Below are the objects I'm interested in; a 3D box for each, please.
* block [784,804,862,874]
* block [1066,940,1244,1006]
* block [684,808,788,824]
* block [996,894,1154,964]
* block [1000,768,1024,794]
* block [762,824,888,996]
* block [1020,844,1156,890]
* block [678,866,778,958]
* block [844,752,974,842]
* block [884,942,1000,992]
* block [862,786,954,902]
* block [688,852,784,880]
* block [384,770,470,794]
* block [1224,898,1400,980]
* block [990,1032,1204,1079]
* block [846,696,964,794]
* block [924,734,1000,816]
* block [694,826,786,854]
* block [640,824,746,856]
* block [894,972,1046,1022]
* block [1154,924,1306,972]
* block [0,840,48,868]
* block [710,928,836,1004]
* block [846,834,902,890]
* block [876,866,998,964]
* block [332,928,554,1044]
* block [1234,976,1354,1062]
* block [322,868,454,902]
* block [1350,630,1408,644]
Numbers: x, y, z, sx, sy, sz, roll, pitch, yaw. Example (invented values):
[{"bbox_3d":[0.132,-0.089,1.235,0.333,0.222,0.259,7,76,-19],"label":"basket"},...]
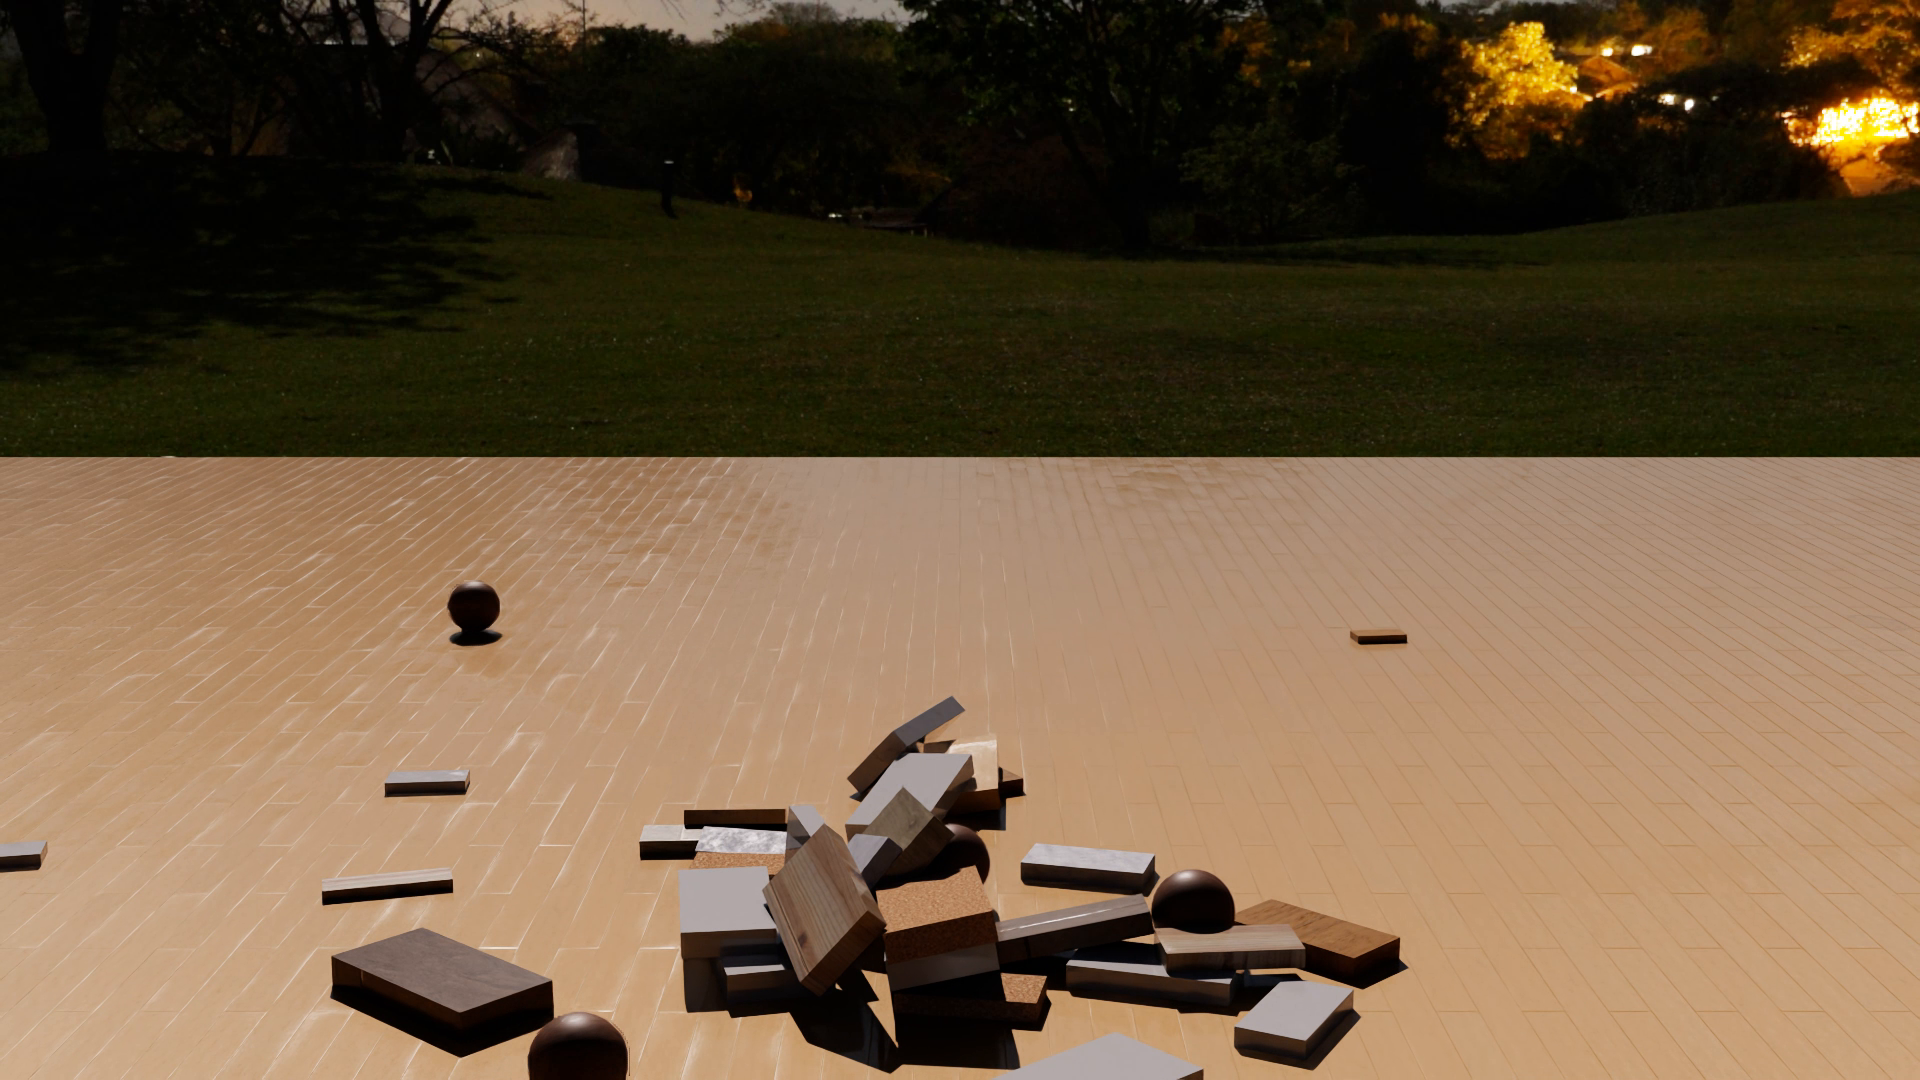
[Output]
[{"bbox_3d":[-0.221,0.539,3.486,0.040,0.142,0.284,1,14,-20],"label":"block"},{"bbox_3d":[0.293,0.643,3.286,0.245,0.035,0.122,3,11,17],"label":"block"},{"bbox_3d":[-0.406,0.503,3.993,0.182,0.026,0.091,0,-8,-2],"label":"block"},{"bbox_3d":[0.169,0.597,3.374,0.245,0.035,0.122,-11,4,0],"label":"block"},{"bbox_3d":[0.038,0.461,4.293,0.091,0.026,0.182,-6,12,-29],"label":"block"},{"bbox_3d":[-0.204,0.544,3.258,0.040,0.142,0.284,41,3,-25],"label":"block"},{"bbox_3d":[0.219,0.558,3.760,0.211,0.030,0.106,3,11,16],"label":"block"},{"bbox_3d":[-0.362,0.573,3.401,0.142,0.040,0.284,-1,11,-8],"label":"block"},{"bbox_3d":[-0.089,0.472,4.016,0.144,0.041,0.289,-1,20,20],"label":"block"},{"bbox_3d":[-0.030,0.599,3.309,0.160,0.045,0.320,-11,4,-1],"label":"block"},{"bbox_3d":[-0.106,0.503,3.610,0.045,0.160,0.320,42,-6,-9],"label":"block"},{"bbox_3d":[-0.331,0.563,3.730,0.247,0.030,0.106,1,11,4],"label":"block"},{"bbox_3d":[-1.032,0.469,4.264,0.152,0.022,0.076,-1,11,-6],"label":"block"},{"bbox_3d":[0.545,0.619,3.419,0.245,0.035,0.122,10,15,44],"label":"block"},{"bbox_3d":[0.145,0.722,2.834,0.321,0.046,0.161,-9,14,-41],"label":"block"},{"bbox_3d":[-0.103,0.400,4.324,0.041,0.144,0.289,47,23,9],"label":"block"},{"bbox_3d":[0.002,0.449,4.200,0.144,0.041,0.289,-8,15,2],"label":"block"},{"bbox_3d":[-0.343,0.536,3.825,0.222,0.022,0.076,3,26,5],"label":"block"},{"bbox_3d":[-0.474,0.532,3.910,0.182,0.026,0.091,0,11,-2],"label":"block"},{"bbox_3d":[0.016,0.662,3.203,0.208,0.029,0.104,2,11,10],"label":"block"},{"bbox_3d":[0.402,0.610,3.290,0.208,0.029,0.104,-1,11,-5],"label":"block"},{"bbox_3d":[-1.674,0.550,3.824,0.152,0.022,0.076,-3,11,-14],"label":"block"},{"bbox_3d":[-0.301,0.622,3.370,0.161,0.046,0.321,-3,11,-14],"label":"block"},{"bbox_3d":[-0.163,0.526,3.537,0.030,0.106,0.211,41,-15,-9],"label":"block"},{"bbox_3d":[-0.039,0.556,3.282,0.160,0.045,0.320,-11,4,-3],"label":"block"},{"bbox_3d":[-0.762,0.649,3.226,0.321,0.046,0.161,9,14,41],"label":"block"},{"bbox_3d":[0.475,0.677,3.119,0.104,0.029,0.208,6,12,28],"label":"block"},{"bbox_3d":[-0.960,0.577,3.689,0.210,0.018,0.063,-3,11,-16],"label":"block"},{"bbox_3d":[1.047,0.240,5.503,0.127,0.018,0.063,-1,11,-8],"label":"block"}]
